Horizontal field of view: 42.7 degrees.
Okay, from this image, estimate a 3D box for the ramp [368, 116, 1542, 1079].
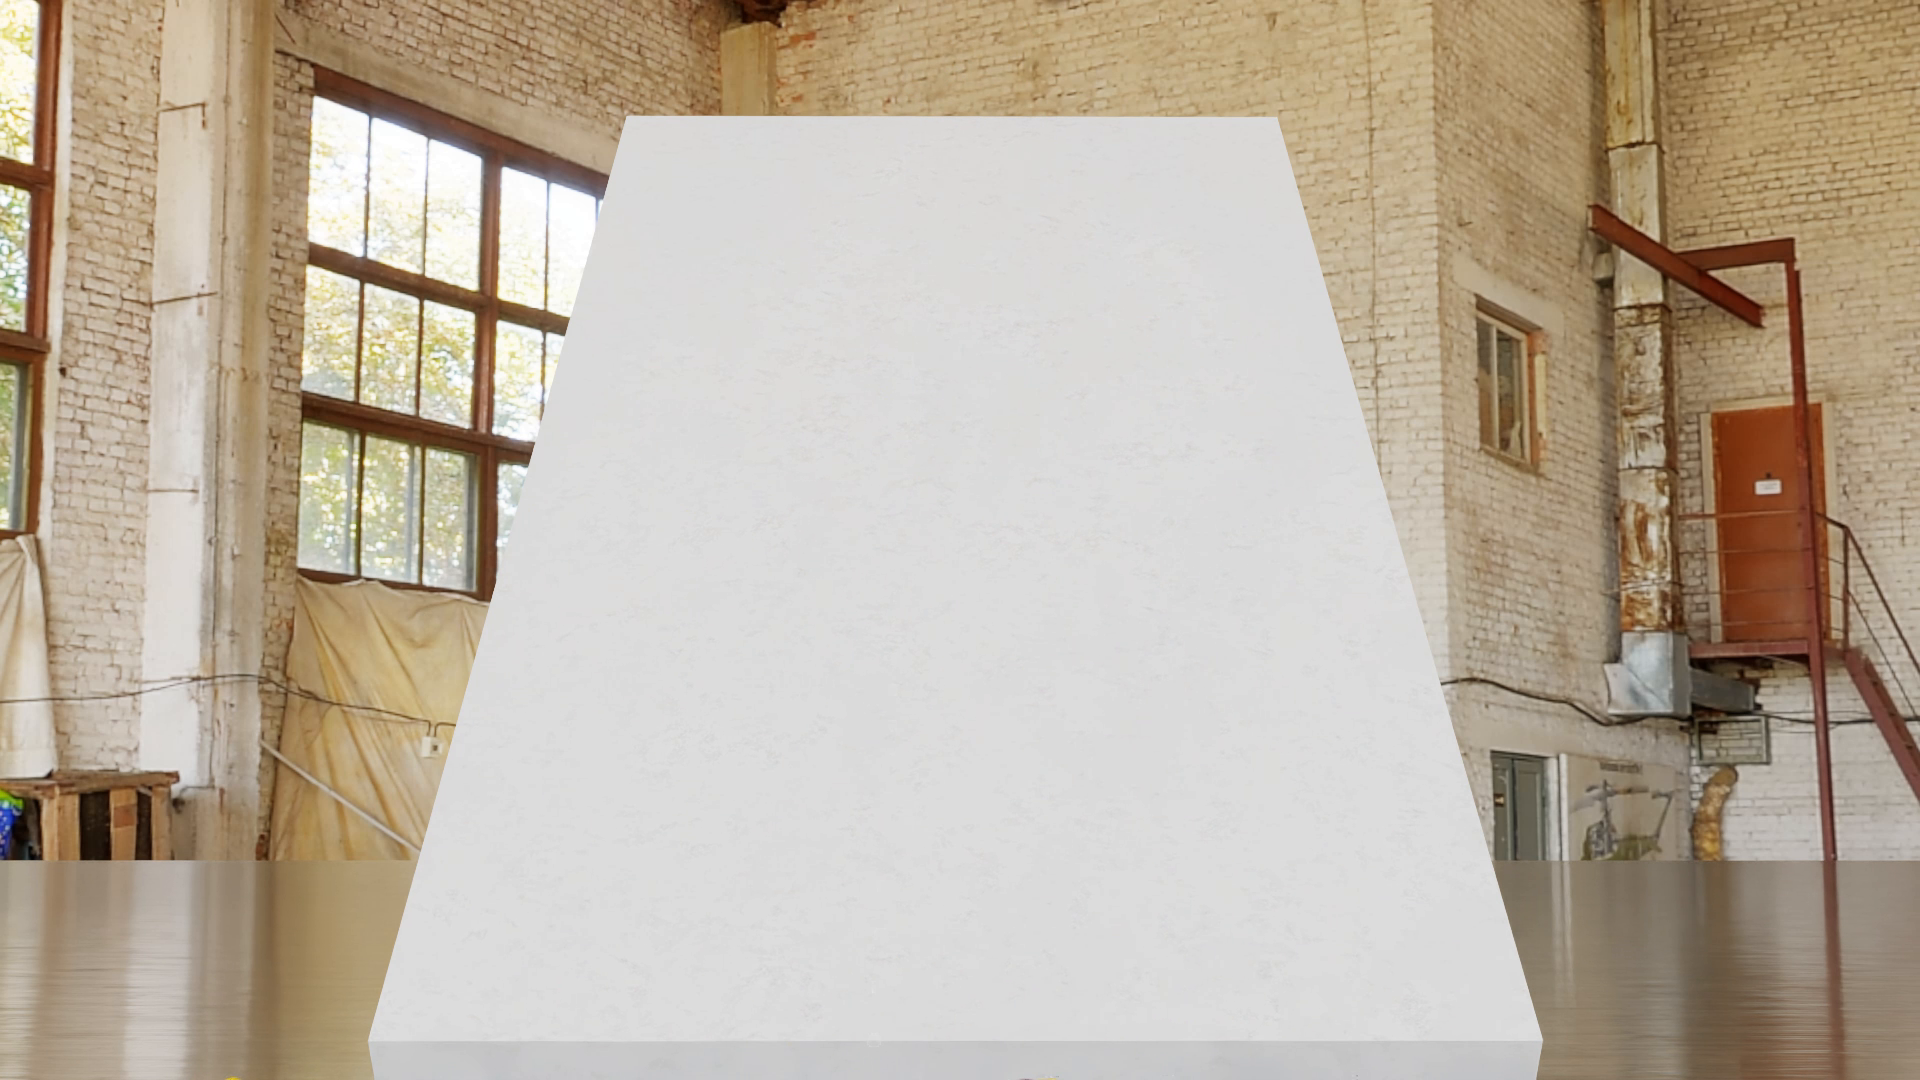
[{"bbox_3d":[-0.015,-0.183,5.889,2.000,0.100,4.000,0,33,0],"label":"ramp"}]
